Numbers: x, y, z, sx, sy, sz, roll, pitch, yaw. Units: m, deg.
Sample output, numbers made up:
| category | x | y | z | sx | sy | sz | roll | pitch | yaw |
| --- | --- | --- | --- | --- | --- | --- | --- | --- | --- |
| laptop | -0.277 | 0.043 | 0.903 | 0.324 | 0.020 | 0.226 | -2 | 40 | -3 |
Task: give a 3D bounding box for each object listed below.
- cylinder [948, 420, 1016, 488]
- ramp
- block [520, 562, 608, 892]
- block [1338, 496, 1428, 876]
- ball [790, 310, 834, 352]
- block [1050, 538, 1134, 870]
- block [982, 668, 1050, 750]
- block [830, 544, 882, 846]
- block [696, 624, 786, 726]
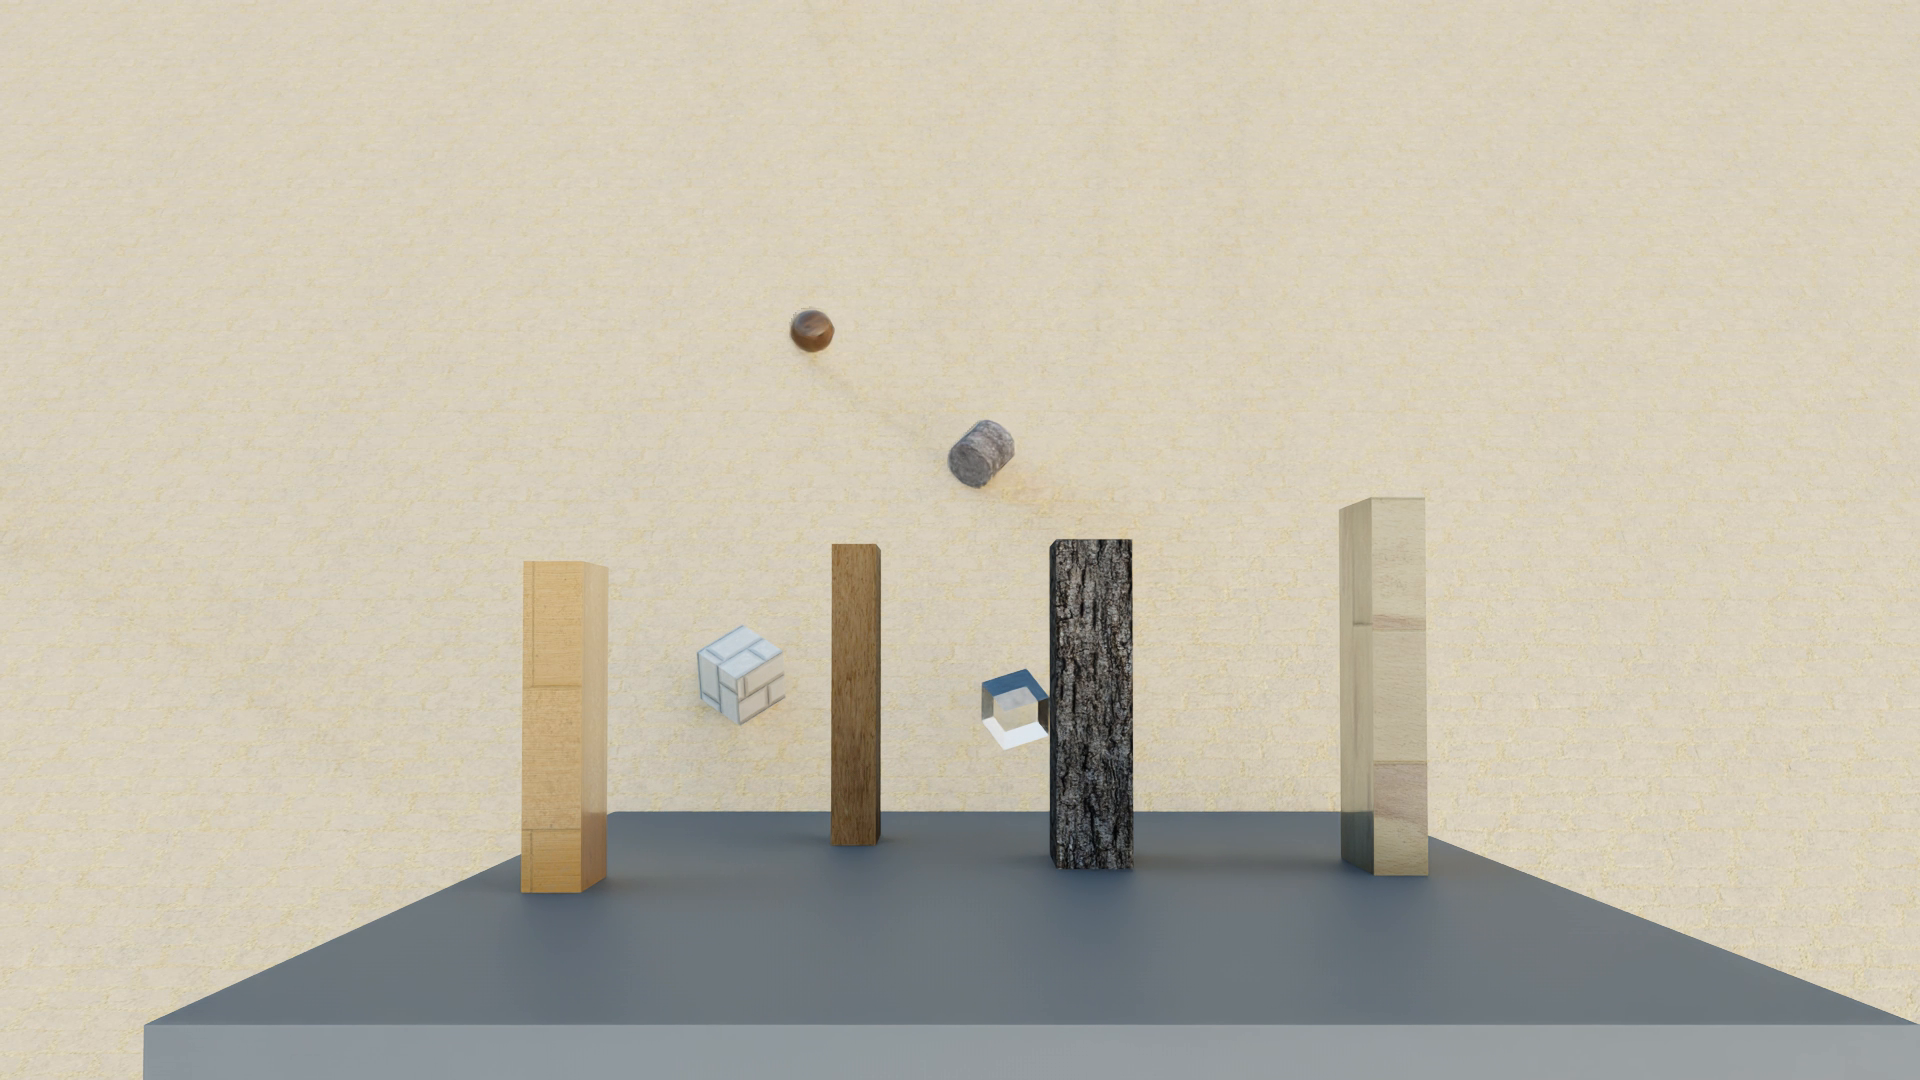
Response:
| category | x | y | z | sx | sy | sz | roll | pitch | yaw |
| --- | --- | --- | --- | --- | --- | --- | --- | --- | --- |
| cylinder | 0.069 | -0.272 | 8.246 | 0.156 | 0.156 | 0.156 | 19 | 41 | 23 |
| ramp | 0.081 | 0.684 | 4.924 | 2.000 | 0.100 | 4.000 | 0 | -3 | 0 |
| block | -0.717 | 0.335 | 4.737 | 0.105 | 0.581 | 0.335 | 0 | -3 | 0 |
| block | 0.833 | 0.285 | 5.140 | 0.102 | 0.716 | 0.429 | 0 | -3 | 0 |
| ball | -0.502 | -0.710 | 8.835 | 0.147 | 0.147 | 0.147 | 0 | 37 | 0 |
| block | 0.262 | 0.327 | 5.261 | 0.150 | 0.642 | 0.384 | 0 | -3 | 0 |
| block | 0.154 | 0.472 | 7.268 | 0.140 | 0.140 | 0.140 | -16 | 40 | -21 |
| block | -0.233 | 0.345 | 5.876 | 0.098 | 0.660 | 0.351 | 0 | -3 | 0 |
| block | -0.619 | 0.382 | 7.362 | 0.172 | 0.172 | 0.172 | 31 | 47 | 34 |
